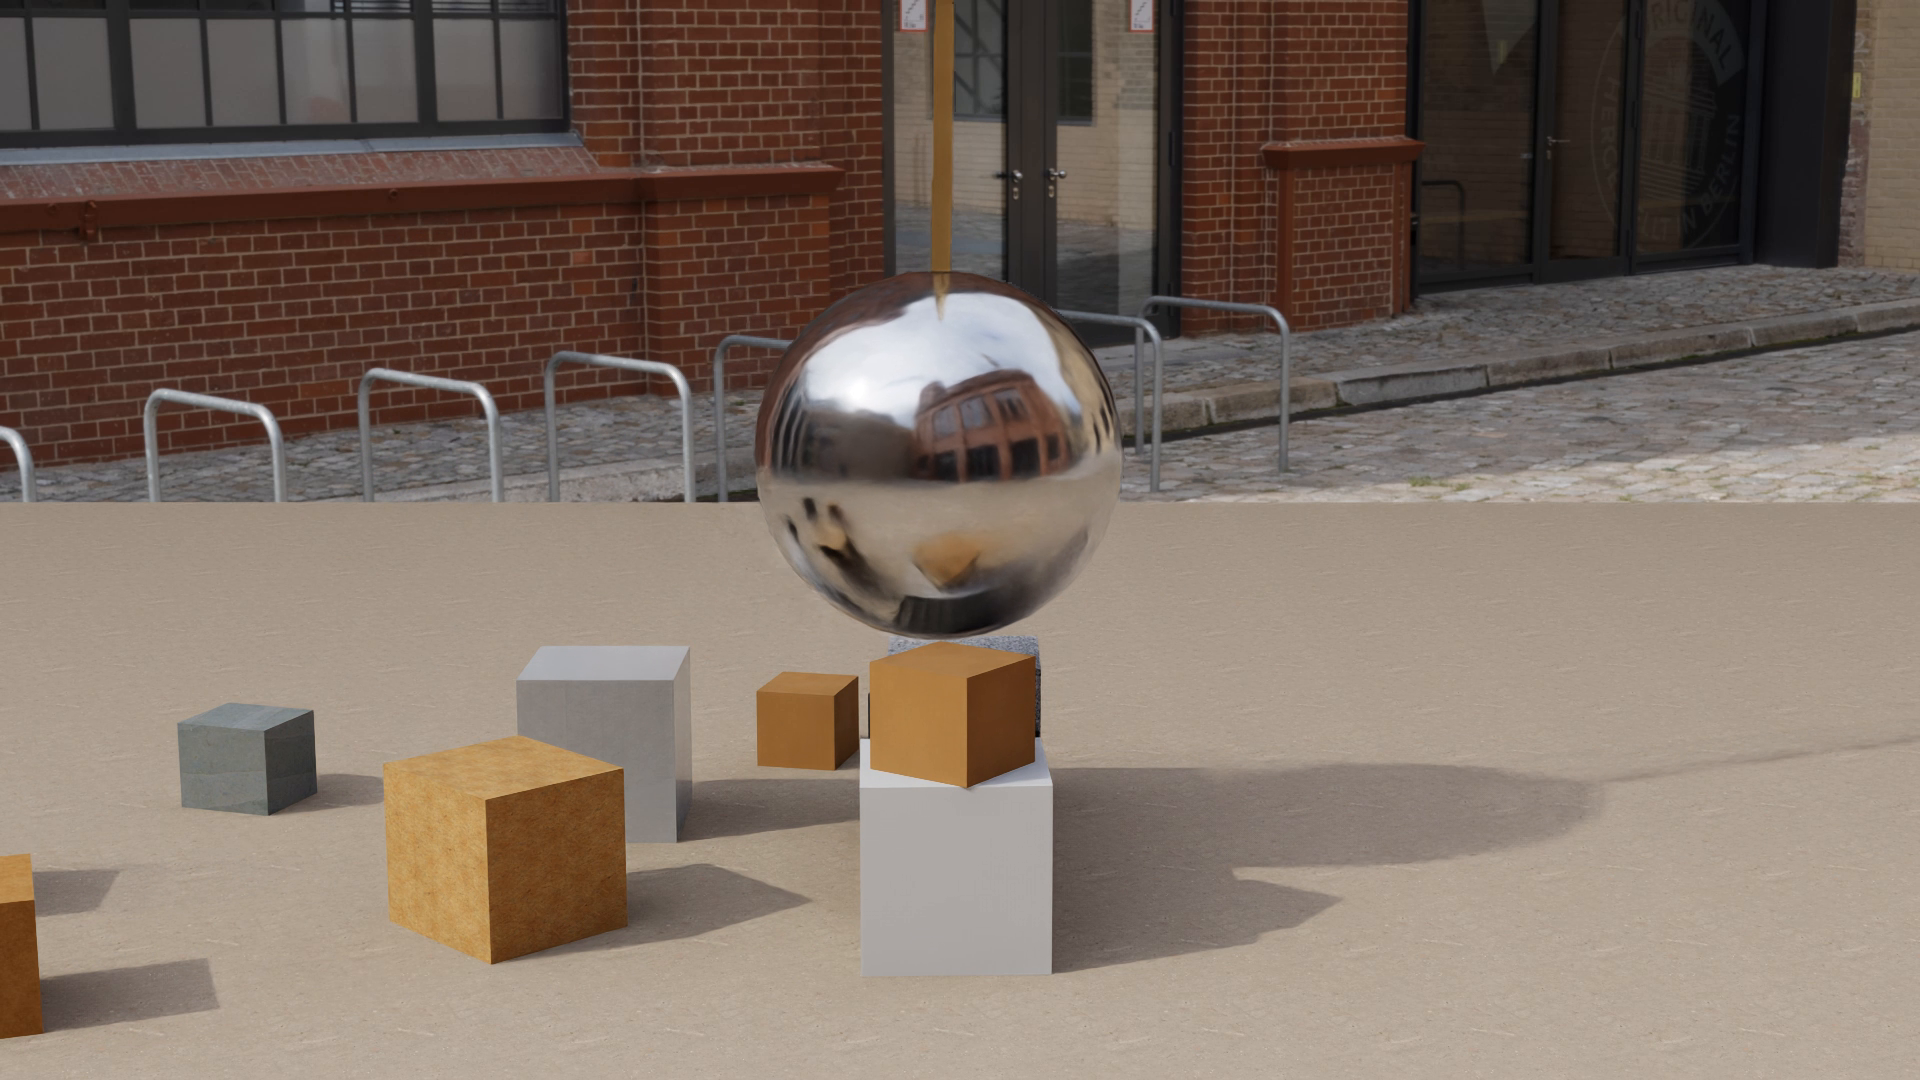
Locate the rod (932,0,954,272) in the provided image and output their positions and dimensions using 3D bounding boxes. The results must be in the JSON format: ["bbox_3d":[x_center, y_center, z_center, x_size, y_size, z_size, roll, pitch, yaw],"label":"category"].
[{"bbox_3d":[-0.041,-3.710,10.506,0.080,5.200,0.080,1,10,0],"label":"rod"}]

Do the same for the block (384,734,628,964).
[{"bbox_3d":[-1.891,1.270,10.675,0.676,0.682,0.749,-10,14,-43],"label":"block"}]

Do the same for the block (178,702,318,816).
[{"bbox_3d":[-3.476,1.066,12.528,0.483,0.421,0.430,3,11,18],"label":"block"}]

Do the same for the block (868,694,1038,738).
[{"bbox_3d":[-0.039,1.131,11.125,0.706,0.795,0.702,0,10,-3],"label":"block"}]

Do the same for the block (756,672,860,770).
[{"bbox_3d":[-0.786,0.936,13.318,0.413,0.394,0.454,2,11,13],"label":"block"}]

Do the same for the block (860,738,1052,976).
[{"bbox_3d":[-0.026,1.273,10.410,0.752,0.772,0.741,0,10,-2],"label":"block"}]

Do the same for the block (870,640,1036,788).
[{"bbox_3d":[-0.028,0.688,10.245,0.473,0.438,0.473,7,13,35],"label":"block"}]

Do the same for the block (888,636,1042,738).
[{"bbox_3d":[0.016,0.917,12.351,0.723,0.777,0.711,0,10,0],"label":"block"}]

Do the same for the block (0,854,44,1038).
[{"bbox_3d":[-3.741,1.540,9.650,0.505,0.518,0.609,-4,11,-20],"label":"block"}]

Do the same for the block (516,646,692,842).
[{"bbox_3d":[-1.669,0.956,12.146,0.721,0.772,0.713,0,10,0],"label":"block"}]

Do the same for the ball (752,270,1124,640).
[{"bbox_3d":[-0.095,-0.365,11.114,1.600,1.600,1.600,0,10,0],"label":"ball"}]
